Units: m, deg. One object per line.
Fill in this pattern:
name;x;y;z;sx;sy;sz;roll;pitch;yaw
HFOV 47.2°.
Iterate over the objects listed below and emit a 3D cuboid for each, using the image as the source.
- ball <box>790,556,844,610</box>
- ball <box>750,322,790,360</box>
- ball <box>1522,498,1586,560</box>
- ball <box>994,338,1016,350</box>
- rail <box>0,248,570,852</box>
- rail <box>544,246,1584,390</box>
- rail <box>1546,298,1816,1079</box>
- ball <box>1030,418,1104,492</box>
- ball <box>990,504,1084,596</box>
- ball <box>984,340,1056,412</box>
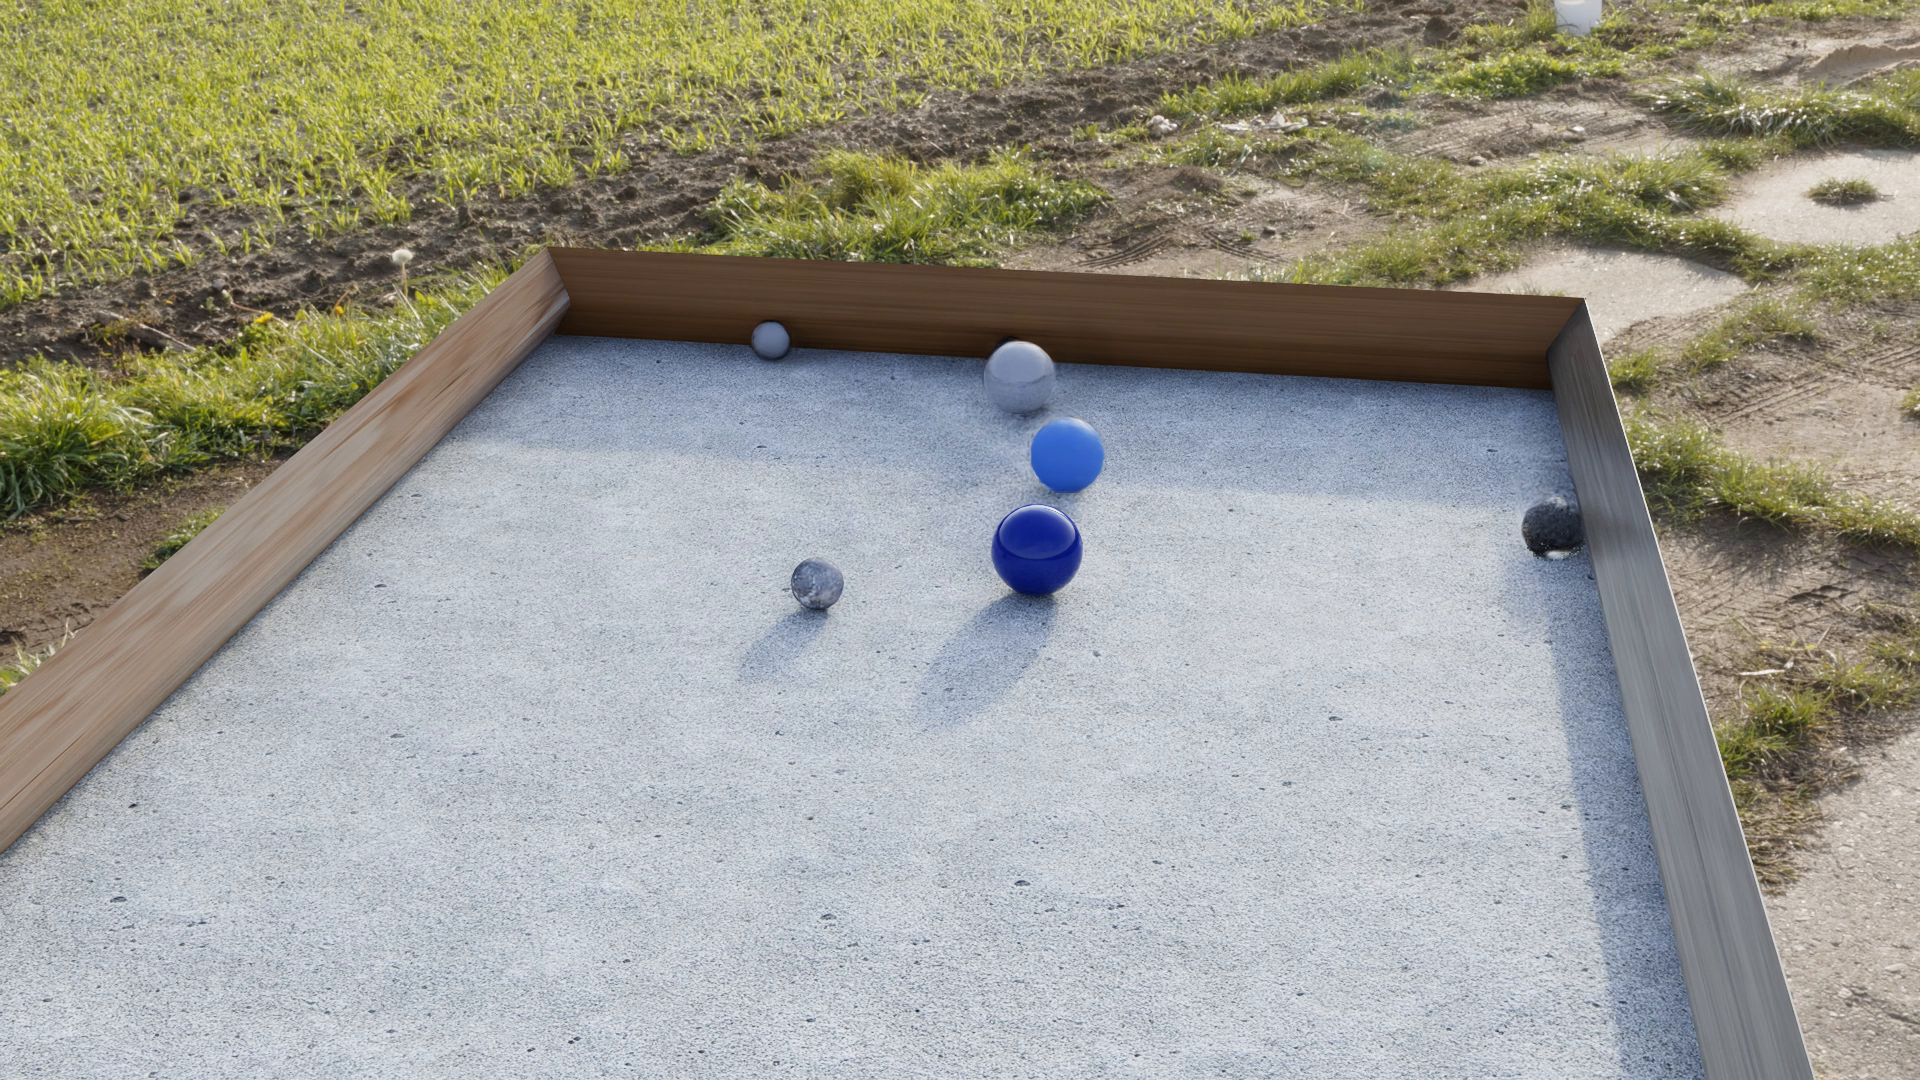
ball;-0.142;0.043;2.193;0.053;0.053;0.053;0;24;0
ball;-0.249;-0.261;2.883;0.050;0.050;0.050;0;24;0
ball;0.621;-0.012;2.301;0.066;0.066;0.066;0;24;0
ball;0.065;-0.239;2.841;0.044;0.044;0.044;0;24;0
rail;-0.755;0.197;1.759;0.045;0.121;2.668;4;24;9
rail;0.108;-0.282;2.840;1.352;0.121;0.045;4;24;9
rail;0.531;0.286;1.559;0.045;0.121;2.668;4;24;9
ball;0.121;-0.096;2.468;0.084;0.084;0.084;0;24;0
ball;0.078;0.010;2.218;0.093;0.093;0.093;0;24;0
ball;0.073;-0.201;2.700;0.088;0.088;0.088;0;24;0
